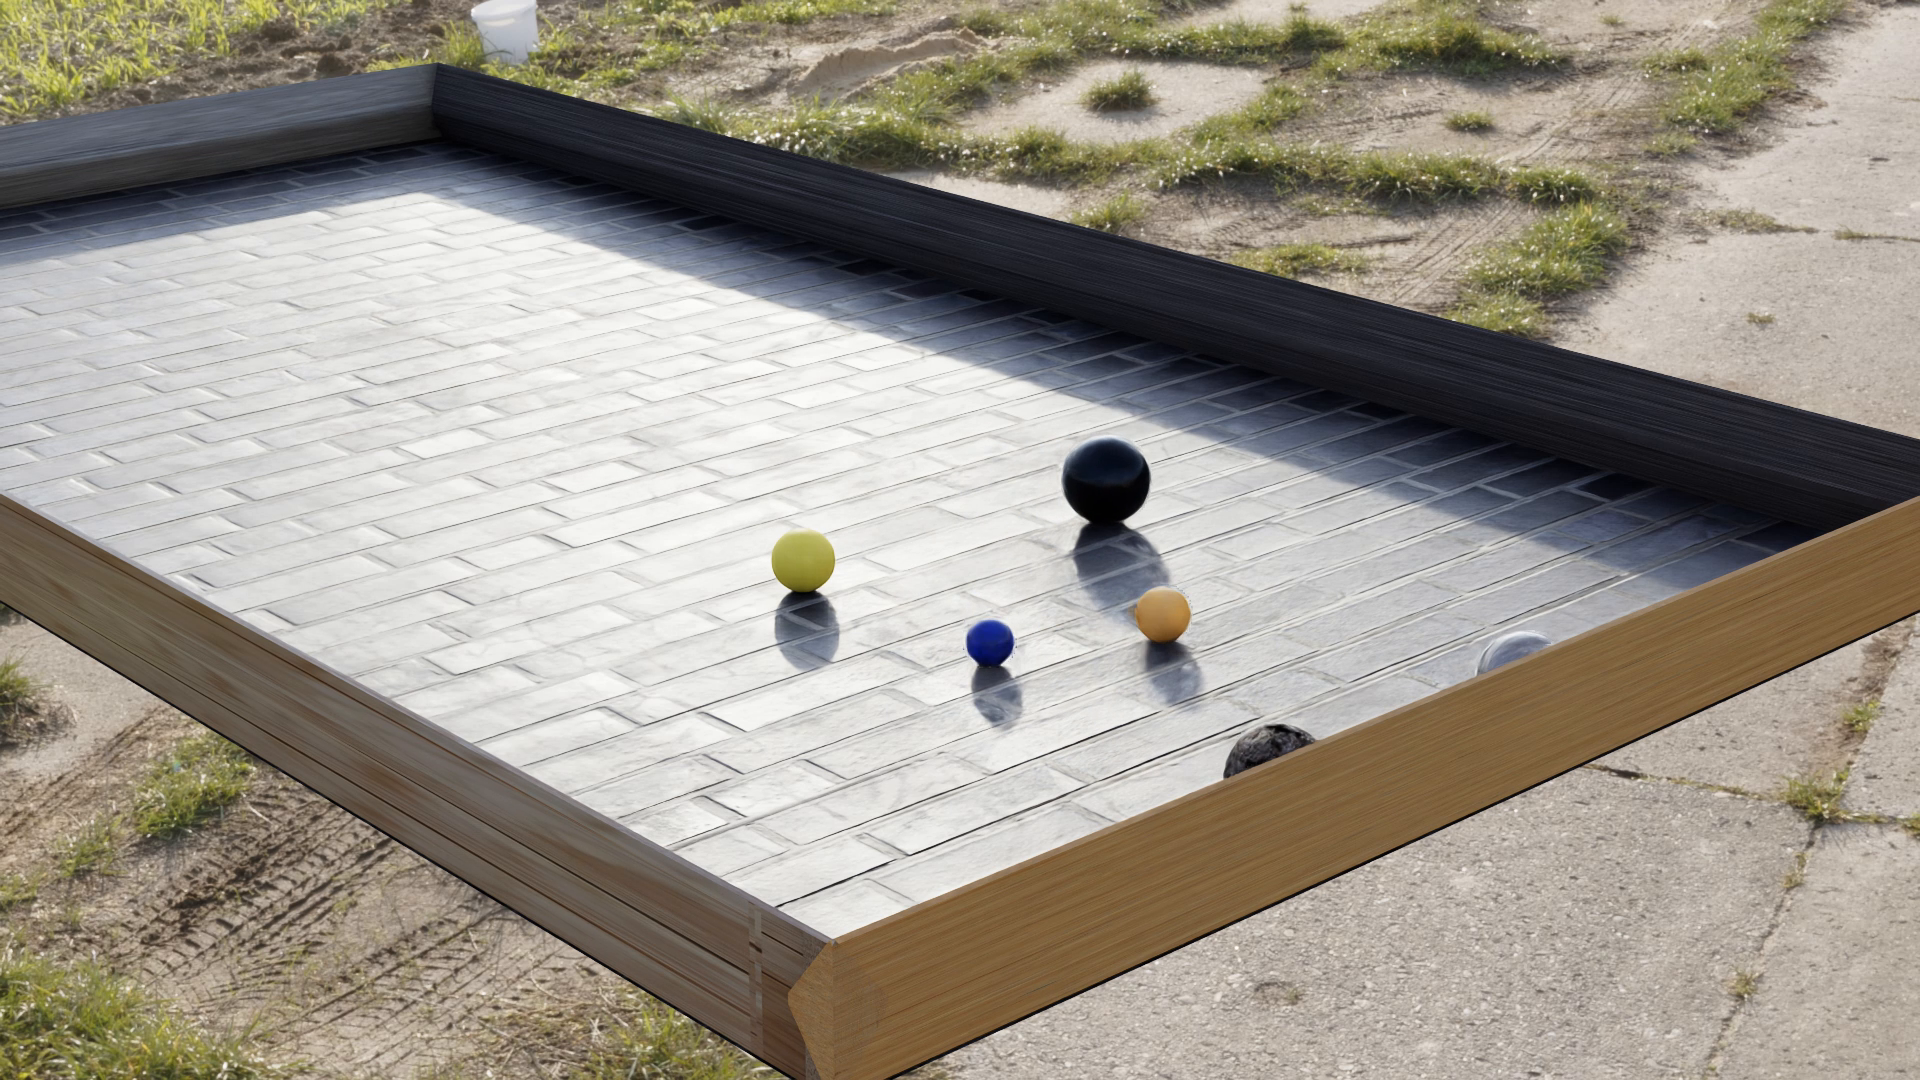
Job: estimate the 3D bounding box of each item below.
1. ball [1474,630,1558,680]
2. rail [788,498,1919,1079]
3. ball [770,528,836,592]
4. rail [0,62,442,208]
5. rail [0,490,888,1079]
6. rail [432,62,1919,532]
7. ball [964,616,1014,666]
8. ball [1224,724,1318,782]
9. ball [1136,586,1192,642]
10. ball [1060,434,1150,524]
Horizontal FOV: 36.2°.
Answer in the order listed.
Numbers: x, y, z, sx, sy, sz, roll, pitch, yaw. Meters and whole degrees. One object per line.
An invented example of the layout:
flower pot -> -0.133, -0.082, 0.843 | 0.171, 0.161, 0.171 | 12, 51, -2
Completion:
ball -> 0.469, 0.117, 2.446 | 0.082, 0.082, 0.082 | 0, 20, 0
rail -> 0.434, 0.139, 2.332 | 1.428, 0.116, 0.045 | -17, 26, -39
ball -> -0.146, 0.019, 2.748 | 0.060, 0.060, 0.060 | 0, 20, 0
rail -> -1.333, -0.526, 4.169 | 1.428, 0.116, 0.045 | -17, 26, -39
rail -> -0.962, -0.036, 2.815 | 0.045, 0.116, 2.681 | -17, 26, -39
rail -> 0.063, -0.351, 3.686 | 0.045, 0.116, 2.681 | -17, 26, -39
ball -> 0.026, 0.089, 2.577 | 0.044, 0.044, 0.044 | 0, 20, 0
ball -> 0.244, 0.183, 2.260 | 0.084, 0.084, 0.084 | 0, 20, 0
ball -> 0.182, 0.067, 2.630 | 0.050, 0.050, 0.050 | 0, 20, 0
ball -> 0.145, -0.060, 2.923 | 0.089, 0.089, 0.089 | 0, 20, 0
